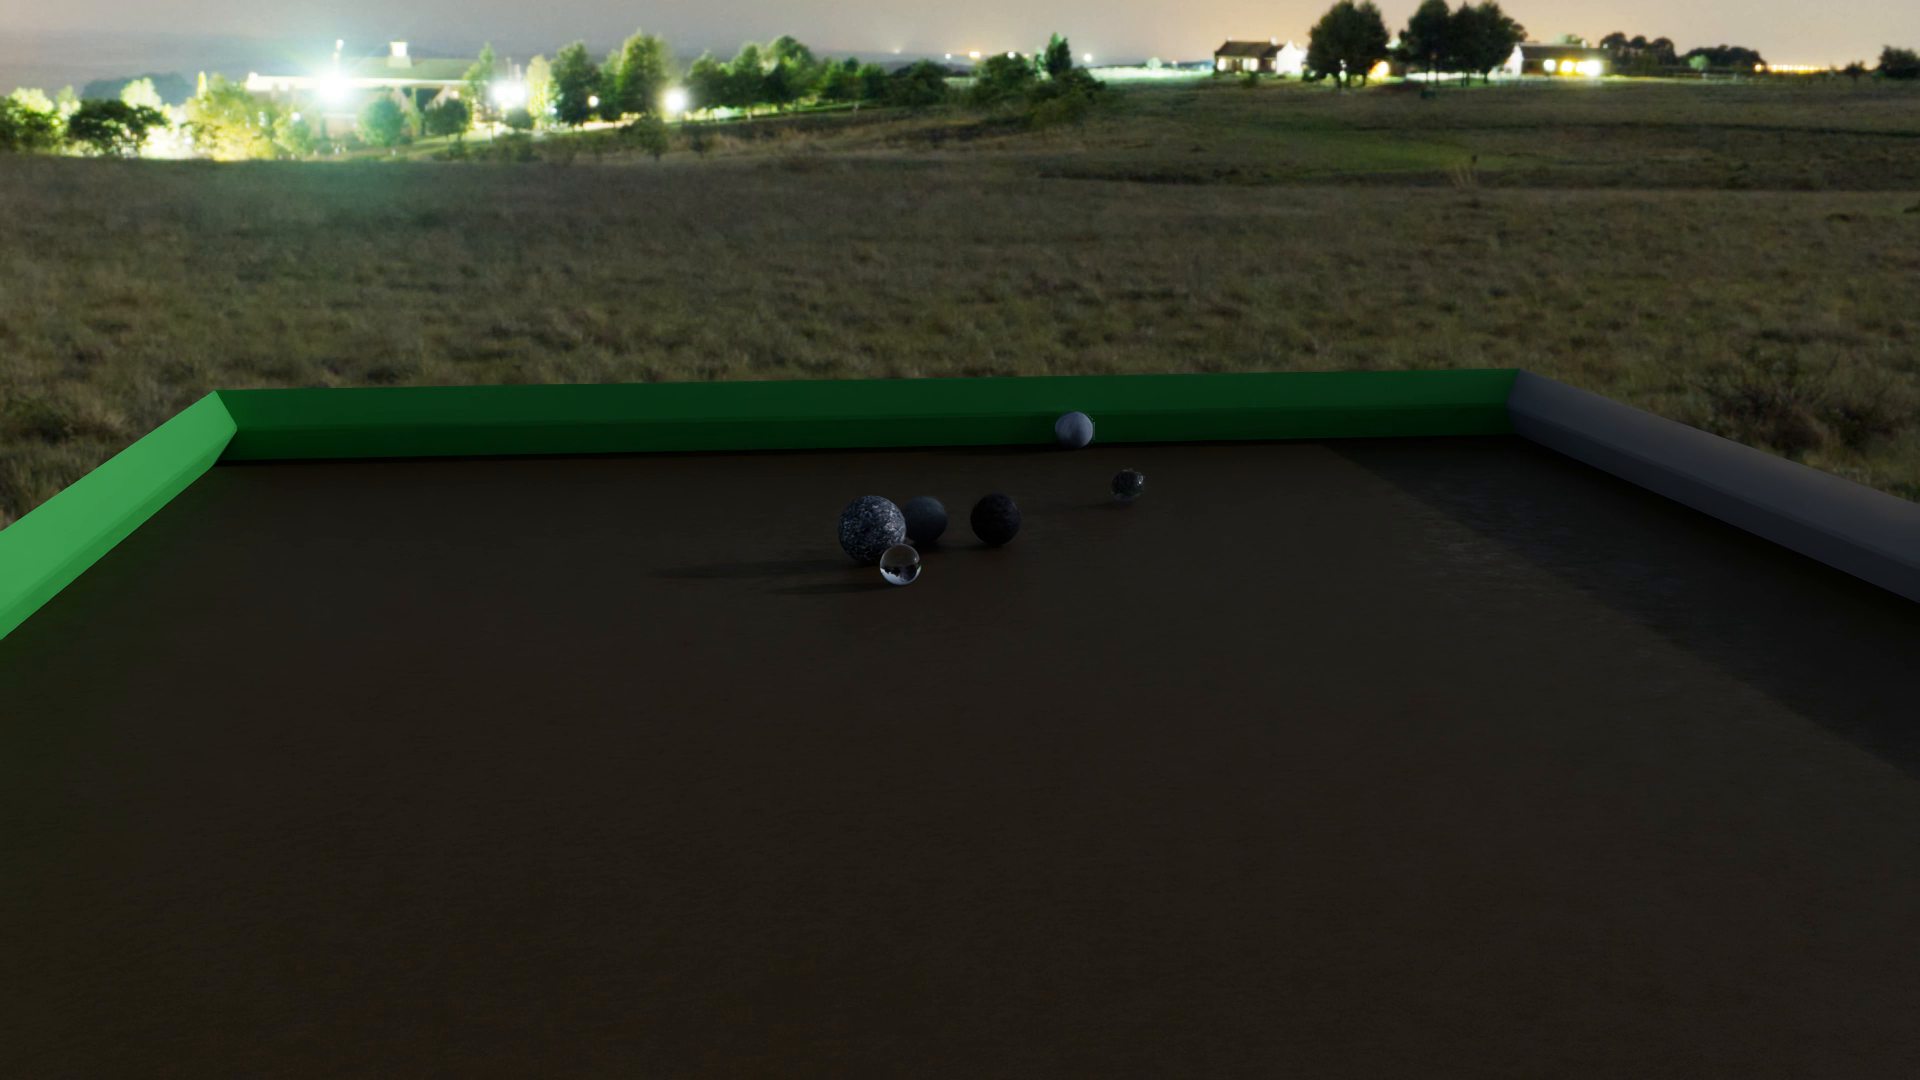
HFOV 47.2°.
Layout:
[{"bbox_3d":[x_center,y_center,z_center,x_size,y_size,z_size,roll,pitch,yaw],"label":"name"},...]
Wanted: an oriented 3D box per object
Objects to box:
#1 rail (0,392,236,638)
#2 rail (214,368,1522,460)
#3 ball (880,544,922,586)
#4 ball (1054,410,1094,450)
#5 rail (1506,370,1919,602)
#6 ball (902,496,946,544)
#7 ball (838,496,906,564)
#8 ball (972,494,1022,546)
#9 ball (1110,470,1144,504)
[{"bbox_3d":[-1.086,0.217,1.997,0.045,0.129,4.256,-1,12,-7],"label":"rail"},{"bbox_3d":[-0.129,-0.239,4.190,2.503,0.129,0.045,-1,12,-7],"label":"rail"},{"bbox_3d":[-0.082,0.034,3.056,0.058,0.058,0.058,0,12,0],"label":"ball"},{"bbox_3d":[0.217,-0.209,4.189,0.073,0.073,0.073,0,12,0],"label":"ball"},{"bbox_3d":[1.350,0.155,2.295,0.045,0.129,4.256,-1,12,-7],"label":"rail"},{"bbox_3d":[-0.056,-0.030,3.334,0.071,0.071,0.071,0,12,0],"label":"ball"},{"bbox_3d":[-0.128,-0.015,3.192,0.099,0.099,0.099,0,12,0],"label":"ball"},{"bbox_3d":[0.055,-0.031,3.321,0.077,0.077,0.077,0,12,0],"label":"ball"},{"bbox_3d":[0.278,-0.089,3.652,0.056,0.056,0.056,0,12,0],"label":"ball"}]
